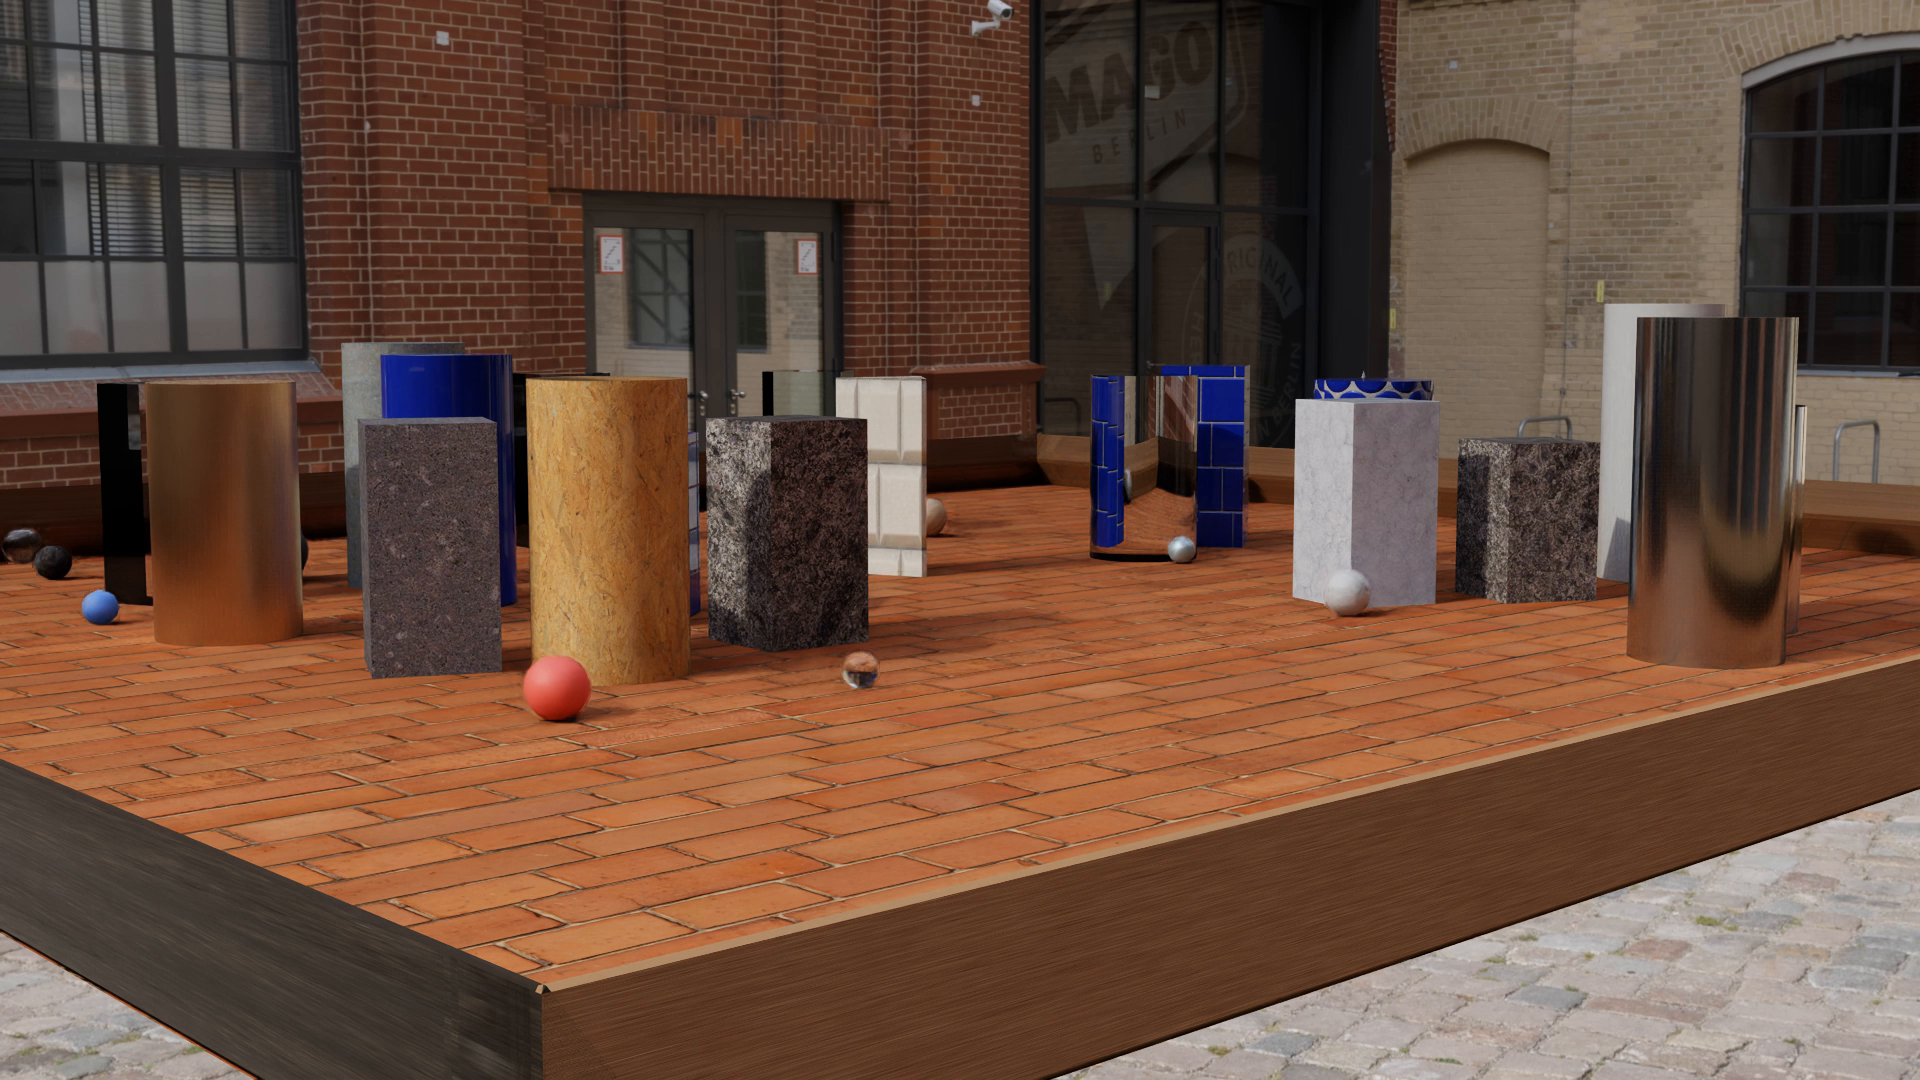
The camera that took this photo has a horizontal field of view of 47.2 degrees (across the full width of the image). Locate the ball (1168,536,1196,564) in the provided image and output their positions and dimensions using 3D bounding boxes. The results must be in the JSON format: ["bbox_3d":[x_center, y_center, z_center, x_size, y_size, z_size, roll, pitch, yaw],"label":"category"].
[{"bbox_3d":[0.389,0.017,3.865,0.048,0.048,0.048,0,6,0],"label":"ball"}]

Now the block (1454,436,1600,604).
[{"bbox_3d":[0.880,-0.034,3.418,0.155,0.242,0.155,-2,6,-17],"label":"block"}]

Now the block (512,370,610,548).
[{"bbox_3d":[-0.770,-0.154,4.169,0.155,0.325,0.155,-6,8,-44],"label":"block"}]

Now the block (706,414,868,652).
[{"bbox_3d":[-0.232,-0.014,2.952,0.155,0.299,0.155,-5,8,-39],"label":"block"}]

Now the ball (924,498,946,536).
[{"bbox_3d":[-0.064,-0.045,4.319,0.076,0.076,0.076,0,6,0],"label":"ball"}]

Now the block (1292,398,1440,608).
[{"bbox_3d":[0.619,-0.060,3.361,0.155,0.307,0.155,-3,7,-24],"label":"block"}]

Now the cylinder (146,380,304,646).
[{"bbox_3d":[-0.998,-0.041,2.989,0.194,0.347,0.194,0,6,0],"label":"cylinder"}]

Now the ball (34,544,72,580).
[{"bbox_3d":[-1.498,0.037,3.631,0.057,0.057,0.057,0,6,0],"label":"ball"}]

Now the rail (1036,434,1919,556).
[{"bbox_3d":[1.238,-0.086,4.468,0.045,0.126,3.122,-6,8,-42],"label":"rail"}]

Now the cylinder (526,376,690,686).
[{"bbox_3d":[-0.428,-0.016,2.684,0.194,0.361,0.194,0,6,0],"label":"cylinder"}]

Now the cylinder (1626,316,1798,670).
[{"bbox_3d":[0.956,-0.065,2.800,0.194,0.434,0.194,0,6,0],"label":"cylinder"}]

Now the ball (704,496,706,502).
[{"bbox_3d":[-0.541,-0.091,4.880,0.051,0.051,0.051,0,6,0],"label":"ball"}]

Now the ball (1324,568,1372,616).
[{"bbox_3d":[0.564,0.076,3.199,0.069,0.069,0.069,0,6,0],"label":"ball"}]

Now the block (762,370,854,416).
[{"bbox_3d":[-0.299,-0.174,4.370,0.155,0.323,0.155,1,6,7],"label":"block"}]

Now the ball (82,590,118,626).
[{"bbox_3d":[-1.215,0.096,3.108,0.050,0.050,0.050,0,6,0],"label":"ball"}]

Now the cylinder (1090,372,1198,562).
[{"bbox_3d":[0.331,-0.134,3.958,0.194,0.328,0.194,0,6,0],"label":"cylinder"}]

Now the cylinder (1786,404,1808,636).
[{"bbox_3d":[1.075,-0.033,3.074,0.194,0.312,0.194,0,6,0],"label":"cylinder"}]

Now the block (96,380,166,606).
[{"bbox_3d":[-1.198,-0.074,3.370,0.155,0.333,0.155,3,7,25],"label":"block"}]

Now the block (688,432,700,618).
[{"bbox_3d":[-0.469,-0.019,3.164,0.155,0.265,0.155,1,6,7],"label":"block"}]

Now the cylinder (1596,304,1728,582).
[{"bbox_3d":[1.160,-0.163,3.640,0.194,0.453,0.194,0,6,0],"label":"cylinder"}]

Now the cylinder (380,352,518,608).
[{"bbox_3d":[-0.771,-0.091,3.321,0.194,0.377,0.194,0,6,0],"label":"cylinder"}]

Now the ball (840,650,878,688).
[{"bbox_3d":[-0.118,0.153,2.591,0.044,0.044,0.044,0,6,0],"label":"ball"}]

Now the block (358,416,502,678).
[{"bbox_3d":[-0.661,0.005,2.738,0.155,0.307,0.155,-2,6,-18],"label":"block"}]

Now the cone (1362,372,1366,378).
[{"bbox_3d":[0.710,-0.131,3.883,0.194,0.338,0.194,0,6,0],"label":"cone"}]

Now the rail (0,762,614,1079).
[{"bbox_3d":[-1.238,0.152,2.196,0.045,0.126,3.122,-6,8,-42],"label":"rail"}]

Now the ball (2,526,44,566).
[{"bbox_3d":[-1.636,0.009,3.838,0.069,0.069,0.069,0,6,0],"label":"ball"}]

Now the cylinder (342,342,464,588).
[{"bbox_3d":[-0.898,-0.124,3.569,0.194,0.390,0.194,0,6,0],"label":"cylinder"}]

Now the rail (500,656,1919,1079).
[{"bbox_3d":[1.042,0.151,2.209,3.415,0.126,0.045,-6,8,-42],"label":"rail"}]

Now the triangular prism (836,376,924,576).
[{"bbox_3d":[-0.103,-0.113,3.754,0.168,0.330,0.145,3,7,25],"label":"triangular prism"}]

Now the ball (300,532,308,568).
[{"bbox_3d":[-1.120,0.019,3.610,0.097,0.097,0.097,0,6,0],"label":"ball"}]

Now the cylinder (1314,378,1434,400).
[{"bbox_3d":[0.677,-0.098,3.611,0.194,0.330,0.194,0,6,0],"label":"cylinder"}]

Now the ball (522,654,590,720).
[{"bbox_3d":[-0.439,0.160,2.390,0.071,0.071,0.071,0,6,0],"label":"ball"}]

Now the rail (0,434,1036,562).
[{"bbox_3d":[-1.042,-0.085,4.455,3.415,0.126,0.045,-6,8,-42],"label":"rail"}]

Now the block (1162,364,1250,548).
[{"bbox_3d":[0.468,-0.163,4.192,0.155,0.338,0.155,1,6,11],"label":"block"}]
